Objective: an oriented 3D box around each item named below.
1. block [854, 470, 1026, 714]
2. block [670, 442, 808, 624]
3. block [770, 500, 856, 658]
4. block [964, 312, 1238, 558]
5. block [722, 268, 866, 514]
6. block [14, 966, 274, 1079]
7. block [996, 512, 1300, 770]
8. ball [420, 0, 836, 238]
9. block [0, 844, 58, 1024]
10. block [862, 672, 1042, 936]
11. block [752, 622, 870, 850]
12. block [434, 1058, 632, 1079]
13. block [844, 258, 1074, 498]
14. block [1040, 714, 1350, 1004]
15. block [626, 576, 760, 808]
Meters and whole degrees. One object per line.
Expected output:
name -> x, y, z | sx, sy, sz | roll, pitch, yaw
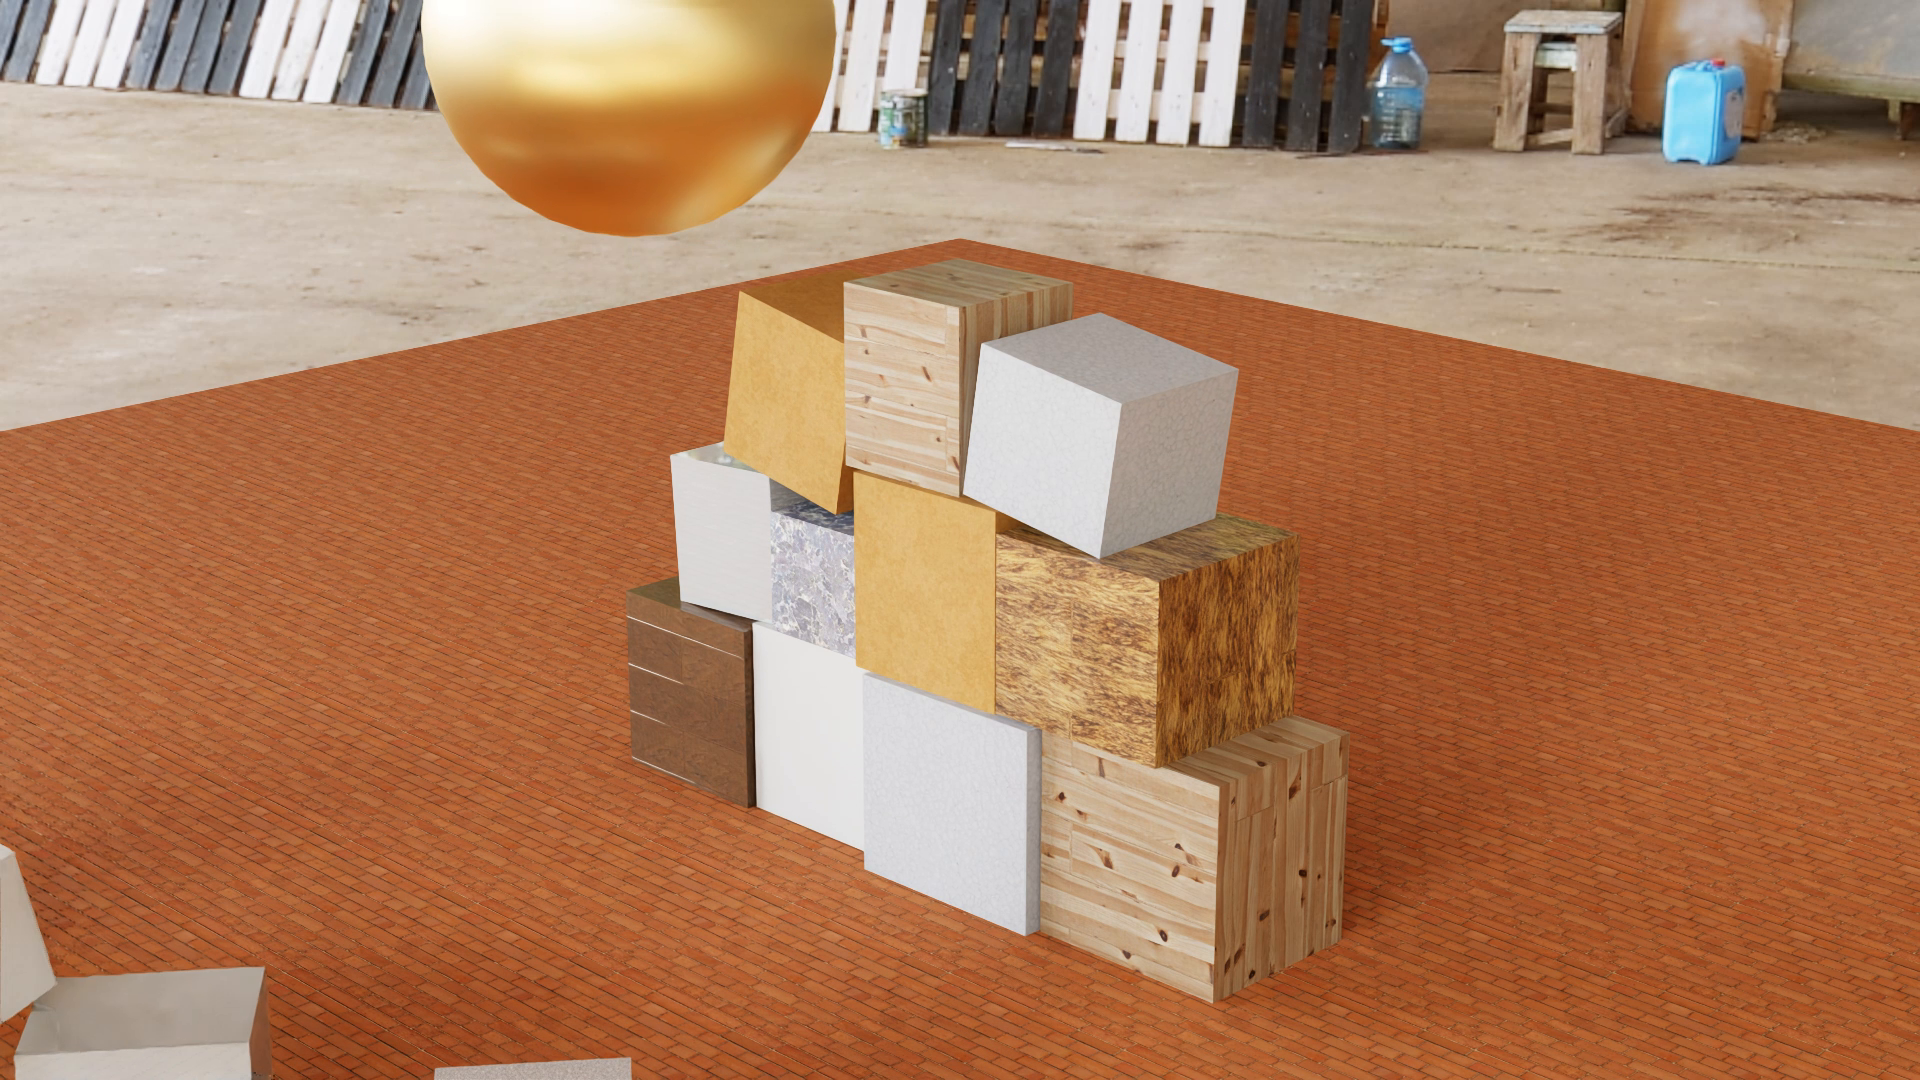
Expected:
block -> 0.159, 0.131, 13.207 | 0.880, 0.919, 0.911 | 17, 24, 42
block -> -0.885, -0.077, 14.275 | 0.695, 0.734, 0.722 | -17, 20, -42
block -> -0.406, 0.140, 13.783 | 0.662, 0.585, 0.697 | 17, 24, 42
block -> 0.597, -0.460, 12.504 | 0.783, 0.692, 0.768 | 26, 30, 37
block -> -0.548, -0.706, 13.699 | 0.690, 0.812, 0.801 | -17, 34, -42
block -> -2.913, 2.041, 10.575 | 0.794, 0.762, 0.618 | -2, 17, -7
block -> 0.802, 0.363, 12.596 | 0.918, 0.816, 0.913 | 17, 24, 42
ball -> -1.279, -1.979, 11.379 | 1.600, 1.600, 1.600 | 0, 17, 0
block -> -3.781, 1.397, 10.342 | 0.747, 0.632, 0.718 | 22, 43, 32
block -> 0.275, 1.063, 13.368 | 1.026, 0.956, 1.000 | 17, 24, 42
block -> -0.390, 0.858, 14.045 | 0.781, 0.942, 0.905 | -17, 24, -42
block -> -1.438, 2.274, 9.935 | 0.675, 0.703, 0.801 | -2, 18, -7
block -> -0.007, -0.735, 13.031 | 0.709, 0.839, 0.721 | -17, 24, -42
block -> 1.008, 1.271, 12.685 | 0.862, 0.969, 0.990 | -17, 24, -42
block -> -1.051, 0.689, 14.644 | 0.825, 0.905, 0.889 | -17, 24, -42
